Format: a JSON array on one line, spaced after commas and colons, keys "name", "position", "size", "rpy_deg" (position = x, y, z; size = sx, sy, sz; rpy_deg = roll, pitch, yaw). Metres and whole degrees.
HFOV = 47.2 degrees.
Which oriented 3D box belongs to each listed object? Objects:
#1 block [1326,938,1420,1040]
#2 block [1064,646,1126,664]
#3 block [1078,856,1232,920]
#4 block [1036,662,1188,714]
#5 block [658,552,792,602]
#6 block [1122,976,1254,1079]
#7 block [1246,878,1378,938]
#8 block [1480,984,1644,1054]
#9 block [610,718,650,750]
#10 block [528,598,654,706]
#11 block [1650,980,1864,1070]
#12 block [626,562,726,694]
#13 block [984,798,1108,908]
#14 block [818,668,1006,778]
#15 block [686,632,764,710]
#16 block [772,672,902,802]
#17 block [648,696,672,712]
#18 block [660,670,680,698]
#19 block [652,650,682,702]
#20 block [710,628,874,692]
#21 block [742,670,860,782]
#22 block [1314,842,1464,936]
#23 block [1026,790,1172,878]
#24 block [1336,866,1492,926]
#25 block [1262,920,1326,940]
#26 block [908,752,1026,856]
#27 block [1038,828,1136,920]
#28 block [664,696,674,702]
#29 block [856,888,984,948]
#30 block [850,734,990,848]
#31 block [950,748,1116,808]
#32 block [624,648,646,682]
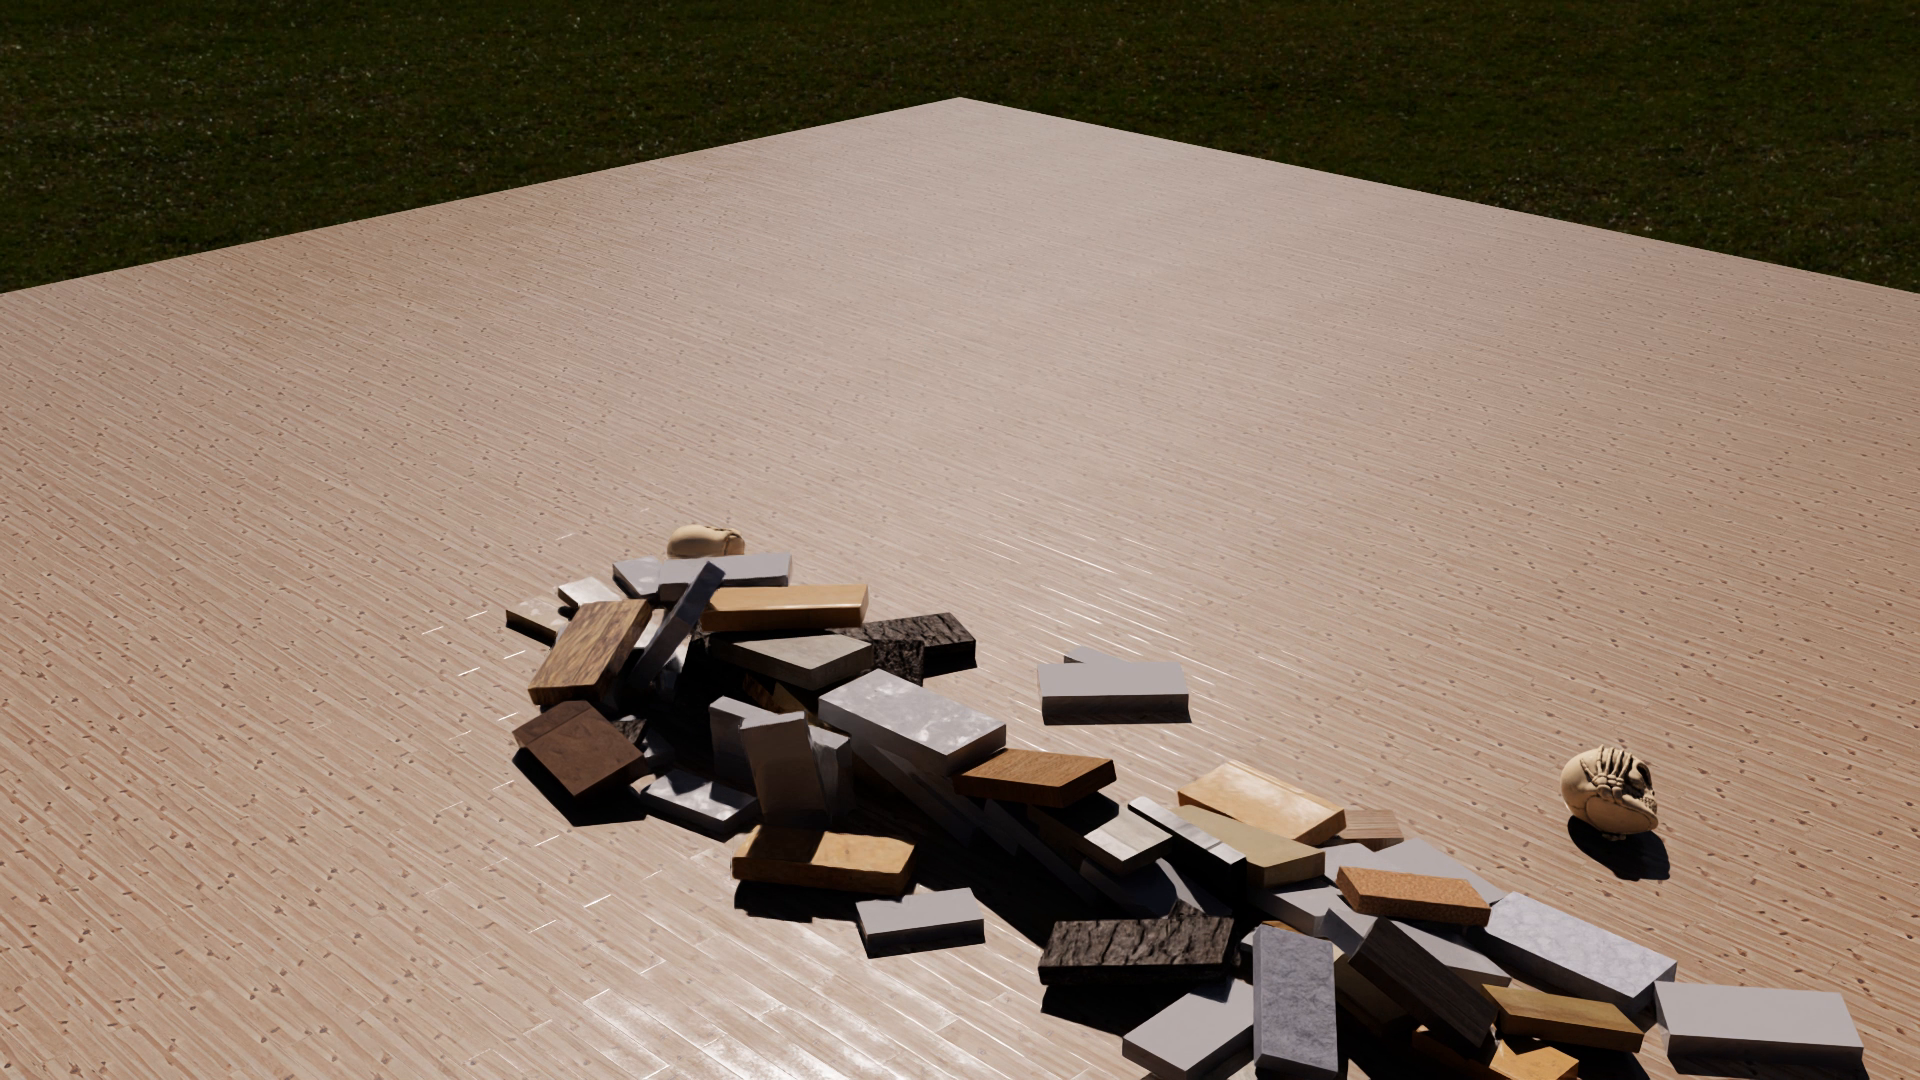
[{"name": "block", "position": [0.700, 0.764, 3.790], "size": [0.121, 0.034, 0.241], "rpy_deg": [-14, 27, -25]}, {"name": "block", "position": [0.315, 0.283, 5.069], "size": [0.139, 0.020, 0.069], "rpy_deg": [18, 29, 37]}, {"name": "block", "position": [0.361, 0.650, 4.061], "size": [0.258, 0.037, 0.129], "rpy_deg": [35, 39, 26]}, {"name": "block", "position": [0.339, 0.331, 4.922], "size": [0.324, 0.046, 0.162], "rpy_deg": [-1, 23, -2]}, {"name": "block", "position": [-0.570, 0.088, 5.365], "size": [0.311, 0.044, 0.155], "rpy_deg": [-4, 21, 1]}, {"name": "block", "position": [0.408, 0.819, 3.686], "size": [0.132, 0.037, 0.265], "rpy_deg": [21, 30, 40]}, {"name": "block", "position": [0.629, 0.663, 4.044], "size": [0.141, 0.040, 0.282], "rpy_deg": [0, 9, -26]}, {"name": "block", "position": [1.012, 0.807, 3.712], "size": [0.246, 0.035, 0.123], "rpy_deg": [10, 11, -11]}, {"name": "block", "position": [-0.743, 0.420, 4.676], "size": [0.153, 0.022, 0.076], "rpy_deg": [-7, 34, 20]}, {"name": "block", "position": [-0.820, 0.247, 4.893], "size": [0.164, 0.047, 0.329], "rpy_deg": [-5, 31, 18]}, {"name": "block", "position": [1.357, 0.827, 3.755], "size": [0.314, 0.044, 0.157], "rpy_deg": [3, 23, 6]}, {"name": "block", "position": [-0.625, 0.193, 4.814], "size": [0.047, 0.331, 0.166], "rpy_deg": [34, 50, -7]}, {"name": "block", "position": [0.204, 0.572, 4.244], "size": [0.150, 0.043, 0.301], "rpy_deg": [-22, 49, -41]}, {"name": "block", "position": [-0.099, 0.367, 4.456], "size": [0.356, 0.050, 0.178], "rpy_deg": [20, 30, 38]}, {"name": "block", "position": [-0.423, 0.314, 4.793], "size": [0.171, 0.048, 0.341], "rpy_deg": [-23, 52, -40]}, {"name": "block", "position": [-0.208, 0.390, 4.606], "size": [0.356, 0.050, 0.178], "rpy_deg": [39, 41, 28]}, {"name": "block", "position": [-0.648, 0.352, 4.912], "size": [0.050, 0.014, 0.101], "rpy_deg": [8, 24, 19]}, {"name": "block", "position": [-0.583, 0.337, 4.845], "size": [0.153, 0.022, 0.076], "rpy_deg": [21, 21, -19]}, {"name": "block", "position": [-0.655, 0.304, 4.941], "size": [0.076, 0.022, 0.153], "rpy_deg": [-22, 32, -12]}, {"name": "block", "position": [-0.362, 0.237, 4.710], "size": [0.171, 0.048, 0.341], "rpy_deg": [-21, 24, -39]}, {"name": "block", "position": [-0.287, 0.371, 4.684], "size": [0.171, 0.048, 0.341], "rpy_deg": [-22, 51, -42]}, {"name": "block", "position": [0.776, 0.660, 4.106], "size": [0.157, 0.044, 0.313], "rpy_deg": [-4, 20, -28]}, {"name": "block", "position": [0.260, 0.539, 4.127], "size": [0.129, 0.037, 0.258], "rpy_deg": [-20, 32, -36]}, {"name": "block", "position": [0.822, 0.647, 3.995], "size": [0.250, 0.035, 0.125], "rpy_deg": [8, 15, -10]}, {"name": "block", "position": [0.615, 0.708, 3.966], "size": [0.149, 0.021, 0.074], "rpy_deg": [8, 6, -46]}, {"name": "block", "position": [0.058, 0.498, 4.374], "size": [0.301, 0.043, 0.150], "rpy_deg": [37, 40, 30]}, {"name": "block", "position": [0.284, 0.601, 4.165], "size": [0.129, 0.037, 0.258], "rpy_deg": [-21, 49, -41]}, {"name": "block", "position": [-0.600, 0.363, 4.840], "size": [0.101, 0.014, 0.050], "rpy_deg": [21, 0, 43]}, {"name": "block", "position": [-0.075, 0.699, 4.073], "size": [0.220, 0.031, 0.110], "rpy_deg": [-5, 24, -13]}, {"name": "block", "position": [-0.041, 0.471, 4.462], "size": [0.178, 0.050, 0.355], "rpy_deg": [-22, 48, -41]}, {"name": "block", "position": [0.140, 0.457, 4.244], "size": [0.150, 0.043, 0.301], "rpy_deg": [-21, 14, -40]}, {"name": "block", "position": [-0.797, 0.283, 4.990], "size": [0.193, 0.027, 0.096], "rpy_deg": [-1, 33, 24]}]
